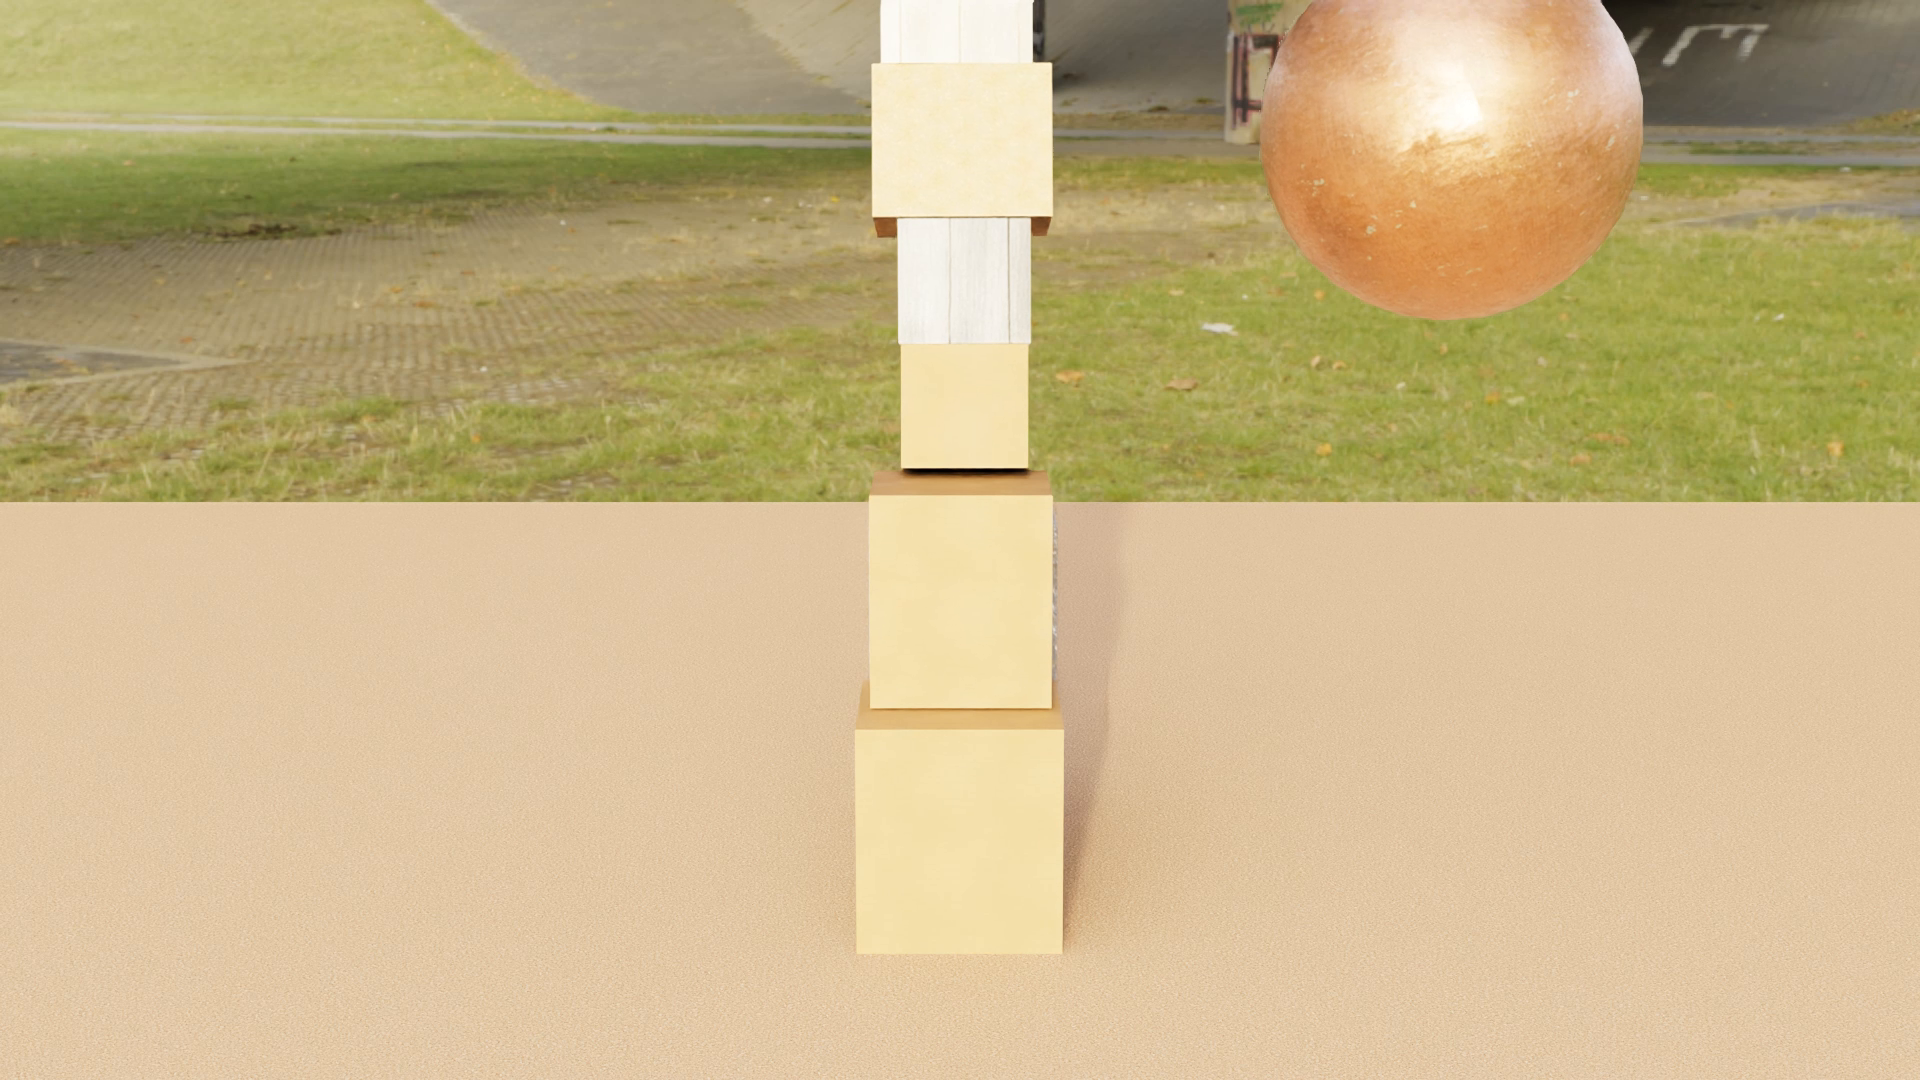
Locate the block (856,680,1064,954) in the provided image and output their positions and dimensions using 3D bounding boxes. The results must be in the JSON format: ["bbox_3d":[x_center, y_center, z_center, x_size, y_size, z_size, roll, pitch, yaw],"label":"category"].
[{"bbox_3d":[-0.002,1.139,10.695,0.831,0.933,0.833,0,10,0],"label":"block"}]

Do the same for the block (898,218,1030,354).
[{"bbox_3d":[0.018,-1.094,11.153,0.560,0.533,0.618,0,0,0],"label":"block"}]

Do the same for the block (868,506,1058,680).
[{"bbox_3d":[0.014,0.305,11.647,0.823,0.877,0.802,0,10,0],"label":"block"}]

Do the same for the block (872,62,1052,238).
[{"bbox_3d":[0.008,-1.684,11.158,0.756,0.647,0.694,0,0,0],"label":"block"}]

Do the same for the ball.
[{"bbox_3d":[2.074,-1.733,10.865,1.600,1.600,1.600,0,10,0],"label":"ball"}]

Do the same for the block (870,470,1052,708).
[{"bbox_3d":[0.003,0.193,10.815,0.741,0.878,0.787,0,9,0],"label":"block"}]

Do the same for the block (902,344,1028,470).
[{"bbox_3d":[0.020,-0.564,11.150,0.535,0.526,0.604,0,-1,0],"label":"block"}]

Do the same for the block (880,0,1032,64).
[{"bbox_3d":[-0.016,-2.356,11.163,0.638,0.698,0.710,0,0,0],"label":"block"}]
